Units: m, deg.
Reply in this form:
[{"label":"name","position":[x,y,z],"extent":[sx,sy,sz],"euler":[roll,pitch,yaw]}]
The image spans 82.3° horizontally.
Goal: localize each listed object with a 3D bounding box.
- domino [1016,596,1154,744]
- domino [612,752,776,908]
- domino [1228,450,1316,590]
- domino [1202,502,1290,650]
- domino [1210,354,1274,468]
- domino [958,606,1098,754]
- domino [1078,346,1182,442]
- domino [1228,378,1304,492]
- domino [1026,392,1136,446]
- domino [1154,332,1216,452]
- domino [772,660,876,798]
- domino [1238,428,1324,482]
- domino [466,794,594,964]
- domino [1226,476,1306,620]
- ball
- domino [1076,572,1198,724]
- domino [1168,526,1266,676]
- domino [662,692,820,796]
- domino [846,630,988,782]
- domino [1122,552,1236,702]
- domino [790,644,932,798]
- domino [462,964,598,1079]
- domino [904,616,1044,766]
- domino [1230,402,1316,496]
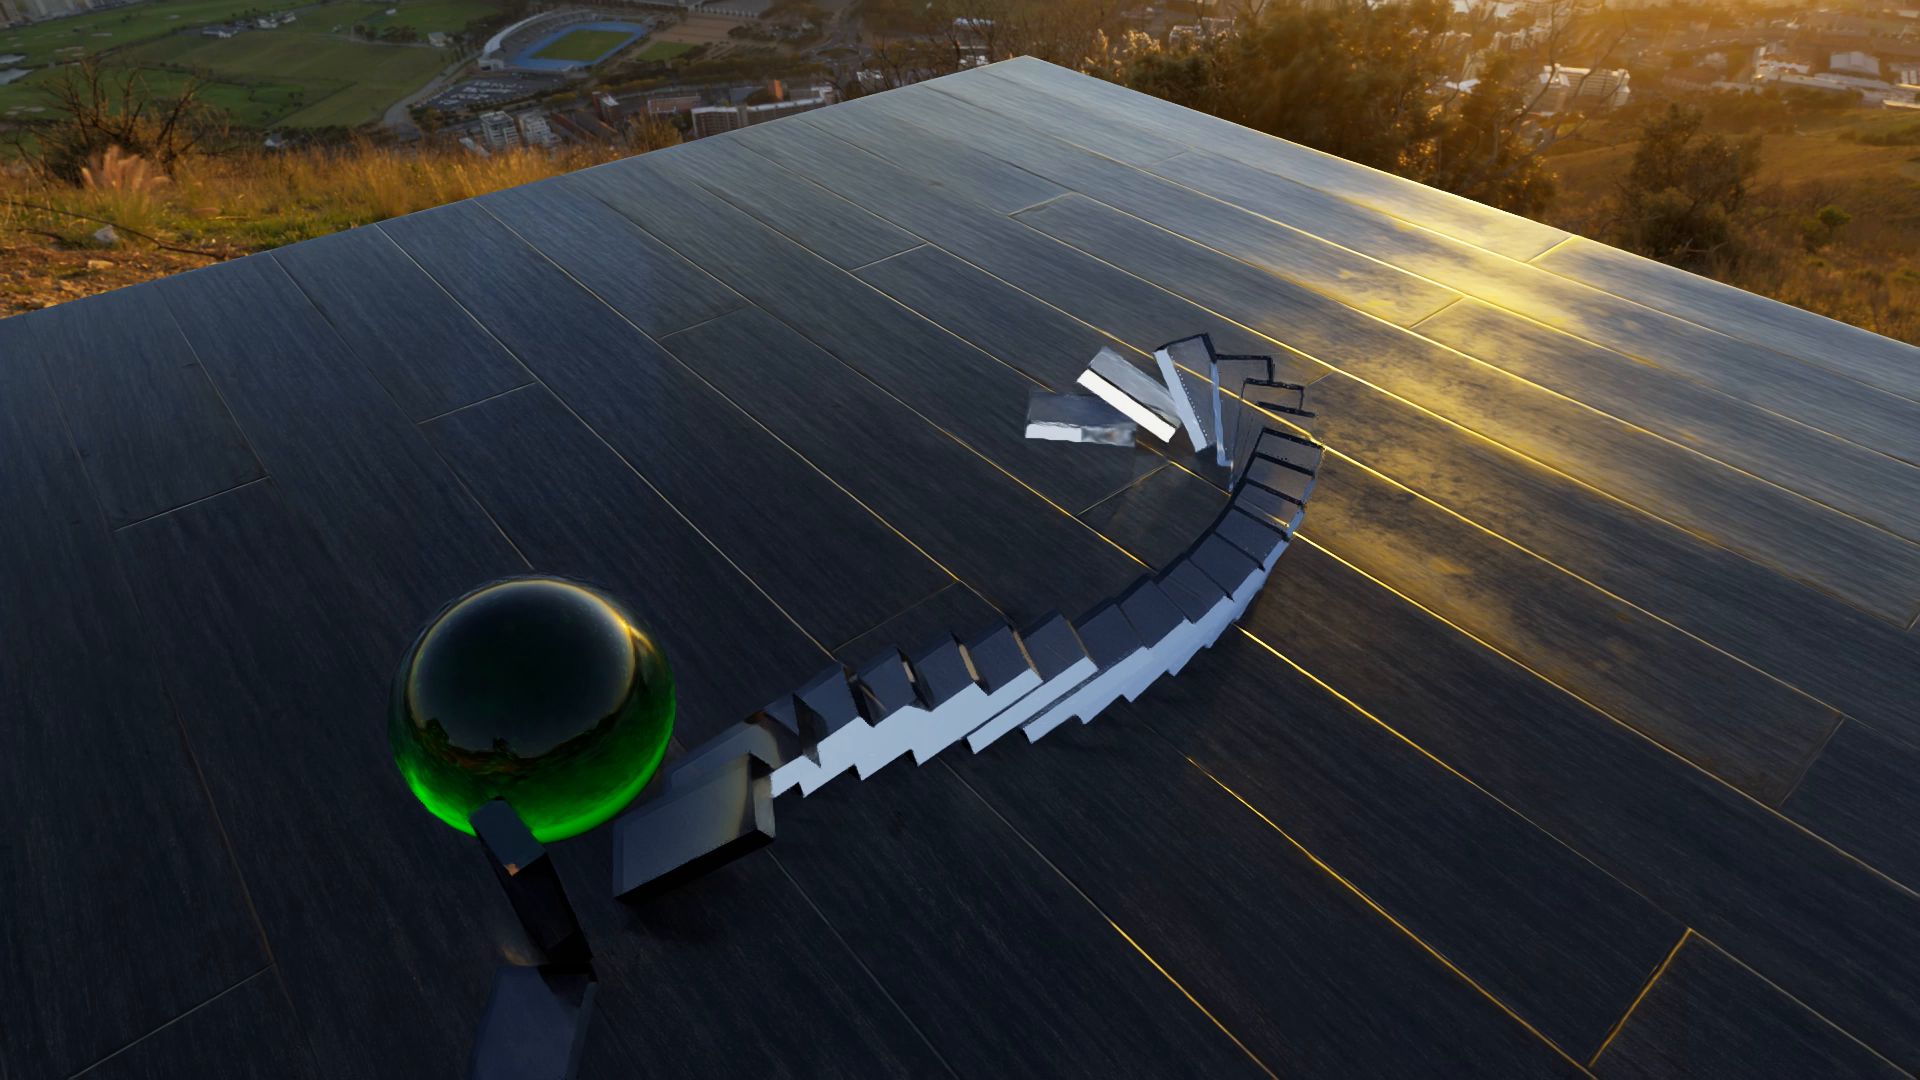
[{"label":"domino","position":[0.037,0.043,0.370],"extent":[0.050,0.010,0.025],"euler":[-36,44,6]},{"label":"domino","position":[-0.078,0.084,0.320],"extent":[0.050,0.010,0.025],"euler":[-28,46,13]},{"label":"domino","position":[0.117,-0.008,0.433],"extent":[0.025,0.009,0.050],"euler":[24,78,26]},{"label":"domino","position":[0.096,0.013,0.408],"extent":[0.025,0.009,0.050],"euler":[34,82,35]},{"label":"domino","position":[0.127,-0.058,0.492],"extent":[0.025,0.010,0.050],"euler":[1,74,-4]},{"label":"domino","position":[0.019,0.047,0.367],"extent":[0.050,0.009,0.025],"euler":[-35,42,7]},{"label":"domino","position":[0.081,-0.068,0.509],"extent":[0.050,0.010,0.025],"euler":[36,39,5]},{"label":"domino","position":[0.133,-0.044,0.476],"extent":[0.025,0.010,0.050],"euler":[9,74,9]},{"label":"domino","position":[0.057,-0.057,0.513],"extent":[0.050,0.009,0.025],"euler":[6,40,7]},{"label":"domino","position":[0.110,-0.068,0.502],"extent":[0.025,0.010,0.050],"euler":[-19,83,-24]},{"label":"domino","position":[-0.053,0.062,0.348],"extent":[0.050,0.009,0.025],"euler":[-34,42,6]},{"label":"domino","position":[0.126,-0.019,0.446],"extent":[0.025,0.010,0.050],"euler":[22,77,23]},{"label":"domino","position":[-0.115,0.094,0.297],"extent":[0.010,0.050,0.025],"euler":[-33,49,-32]},{"label":"domino","position":[0.108,0.003,0.420],"extent":[0.025,0.009,0.050],"euler":[29,79,31]},{"label":"ball","position":[-0.126,0.050,0.327],"extent":[0.080,0.080,0.080],"euler":[0,39,0]},{"label":"domino","position":[0.054,0.037,0.379],"extent":[0.050,0.010,0.025],"euler":[-41,47,2]},{"label":"domino","position":[0.084,0.022,0.397],"extent":[0.050,0.009,0.025],"euler":[-47,52,-3]},{"label":"domino","position":[-0.068,0.070,0.338],"extent":[0.050,0.010,0.025],"euler":[-31,43,10]},{"label":"domino","position":[-0.018,0.054,0.359],"extent":[0.050,0.010,0.025],"euler":[-35,42,6]},{"label":"domino","position":[0.069,0.030,0.387],"extent":[0.050,0.010,0.025],"euler":[-43,48,0]},{"label":"domino","position":[-0.036,0.058,0.354],"extent":[0.050,0.010,0.025],"euler":[-34,42,6]},{"label":"domino","position":[-0.111,0.134,0.280],"extent":[0.025,0.010,0.050],"euler":[-1,39,-2]},{"label":"domino","position":[0.000,0.050,0.363],"extent":[0.050,0.010,0.025],"euler":[-35,42,7]},{"label":"domino","position":[0.131,-0.032,0.461],"extent":[0.025,0.010,0.050],"euler":[15,75,15]}]
